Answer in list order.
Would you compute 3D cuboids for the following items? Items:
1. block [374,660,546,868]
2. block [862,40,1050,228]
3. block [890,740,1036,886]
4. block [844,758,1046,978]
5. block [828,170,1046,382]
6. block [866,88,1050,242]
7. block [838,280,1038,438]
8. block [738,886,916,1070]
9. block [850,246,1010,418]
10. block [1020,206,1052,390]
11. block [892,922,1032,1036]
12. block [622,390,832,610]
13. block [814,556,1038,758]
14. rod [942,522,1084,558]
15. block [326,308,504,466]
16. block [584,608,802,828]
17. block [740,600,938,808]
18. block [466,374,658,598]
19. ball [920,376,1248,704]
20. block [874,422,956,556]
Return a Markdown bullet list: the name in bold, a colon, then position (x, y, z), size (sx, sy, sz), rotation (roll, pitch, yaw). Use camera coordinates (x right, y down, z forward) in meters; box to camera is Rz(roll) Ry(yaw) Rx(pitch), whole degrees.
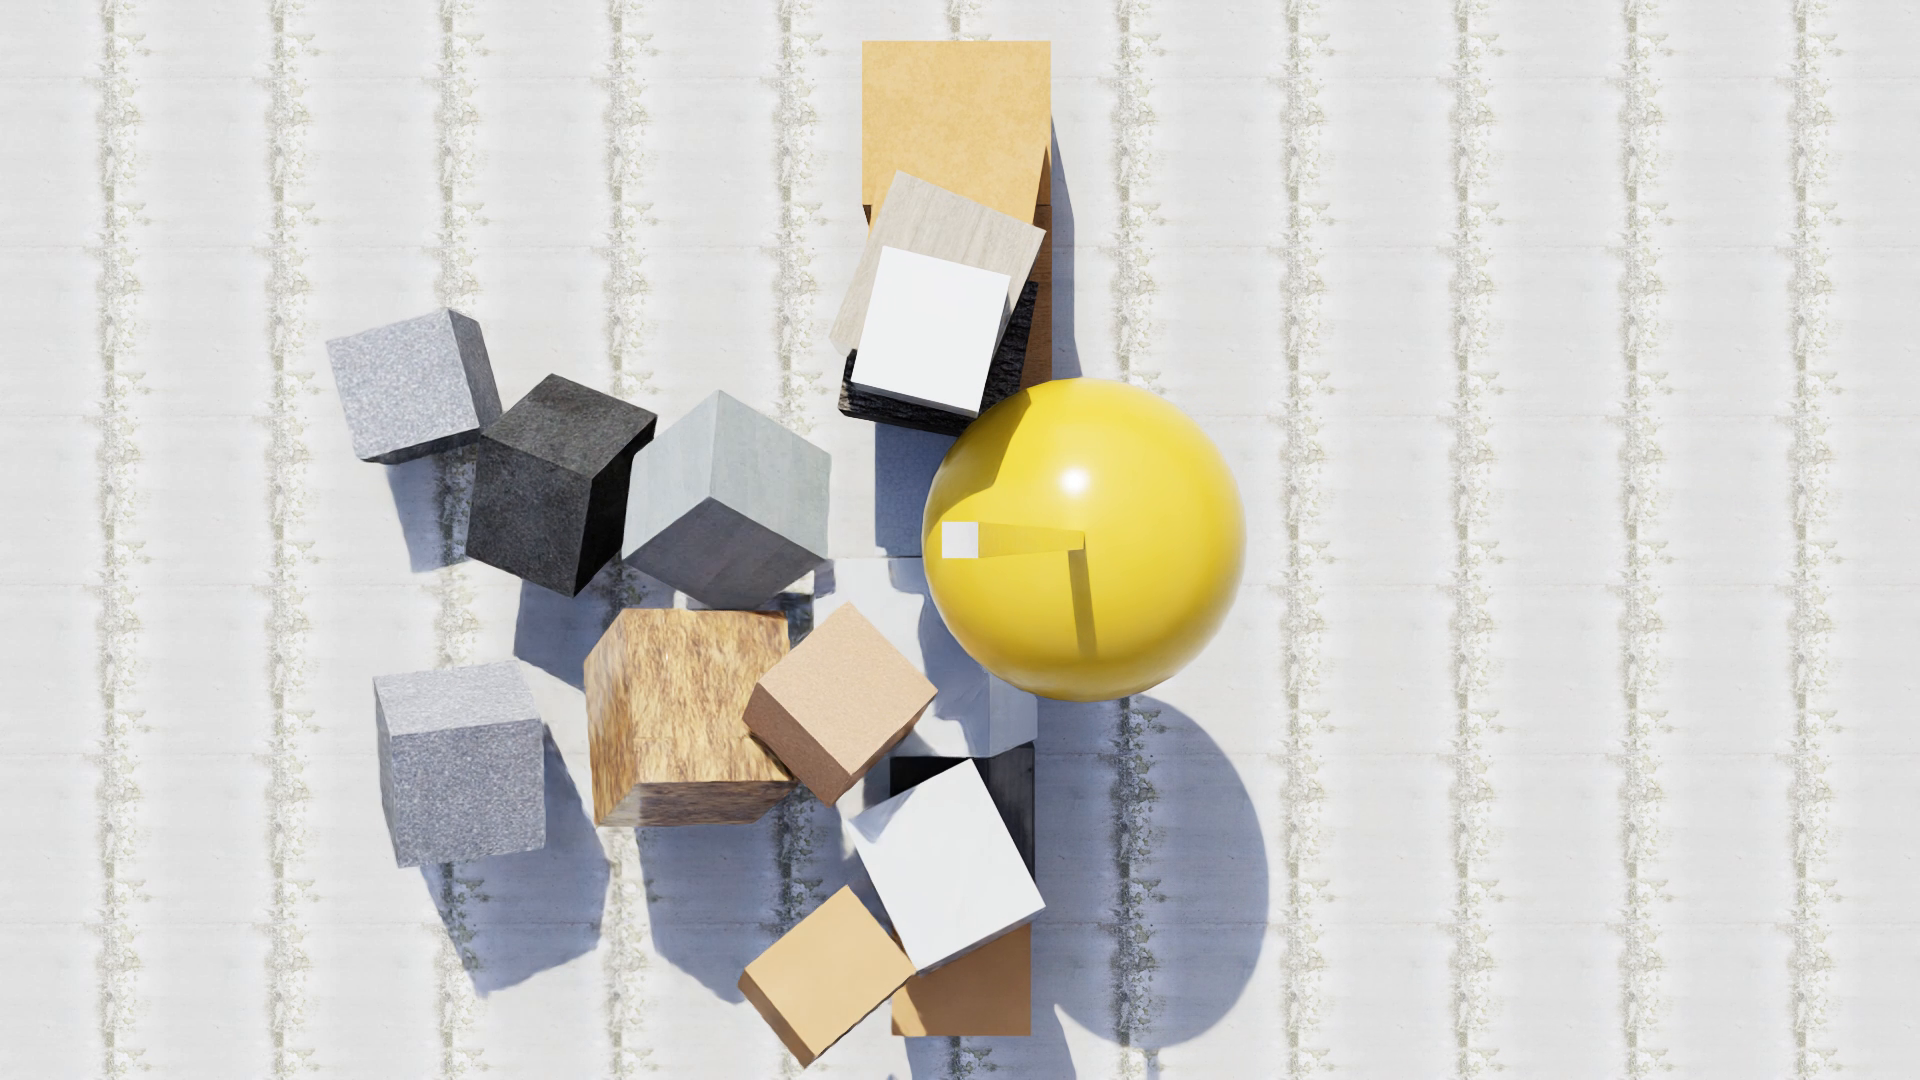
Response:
- **block**: position (-2.786, 1.236, 12.243), size (0.801, 0.757, 0.807), rotation (-6, 113, -20)
- **block**: position (-0.019, -2.285, 12.520), size (1.034, 0.960, 0.896), rotation (0, 90, 0)
- **block**: position (0.014, 1.544, 12.632), size (0.810, 0.736, 0.762), rotation (0, 90, 0)
- **block**: position (-0.082, 1.766, 11.724), size (0.737, 0.846, 0.851), rotation (-26, 78, -6)
- **block**: position (-0.109, -1.207, 10.835), size (0.759, 0.918, 0.858), rotation (22, 90, 0)
- **block**: position (-0.006, -1.843, 11.668), size (0.824, 0.725, 0.822), rotation (10, 89, 0)
- **block**: position (-0.113, -1.000, 11.662), size (0.901, 0.734, 0.825), rotation (11, 90, 0)
- **block**: position (-0.685, 2.231, 11.202), size (0.661, 0.583, 0.556), rotation (-38, 80, -19)
- **block**: position (-0.130, -0.943, 10.093), size (0.585, 0.568, 0.622), rotation (14, 90, 0)
- **block**: position (0.009, -1.321, 12.514), size (0.989, 0.971, 1.013), rotation (0, 90, 0)
- **block**: position (0.006, 2.333, 12.559), size (0.770, 0.881, 0.798), rotation (0, 90, 0)
- **block**: position (-1.250, -0.178, 11.861), size (0.790, 0.730, 0.750), rotation (30, 133, -33)
- **block**: position (-0.171, 0.624, 12.314), size (0.972, 1.168, 1.058), rotation (0, 90, 14)
- **rod**: position (0.263, 0.000, 7.408), size (0.080, 5.200, 0.080), rotation (0, 90, 6)
- **block**: position (-3.103, -0.866, 12.624), size (0.712, 0.733, 0.685), rotation (-15, 90, 1)
- **block**: position (-1.472, 0.981, 12.010), size (0.911, 0.863, 0.954), rotation (2, 67, -24)
- **block**: position (-0.628, 0.853, 11.335), size (0.660, 0.657, 0.642), rotation (45, 66, 6)
- **block**: position (-2.242, -0.313, 12.390), size (0.676, 0.817, 0.814), rotation (21, 123, 9)
- **ball**: position (0.606, 0.000, 10.791), size (1.600, 1.600, 1.600), rotation (0, 90, 0)
- **block**: position (0.005, -0.359, 12.547), size (0.948, 0.905, 0.888), rotation (0, 90, 0)
